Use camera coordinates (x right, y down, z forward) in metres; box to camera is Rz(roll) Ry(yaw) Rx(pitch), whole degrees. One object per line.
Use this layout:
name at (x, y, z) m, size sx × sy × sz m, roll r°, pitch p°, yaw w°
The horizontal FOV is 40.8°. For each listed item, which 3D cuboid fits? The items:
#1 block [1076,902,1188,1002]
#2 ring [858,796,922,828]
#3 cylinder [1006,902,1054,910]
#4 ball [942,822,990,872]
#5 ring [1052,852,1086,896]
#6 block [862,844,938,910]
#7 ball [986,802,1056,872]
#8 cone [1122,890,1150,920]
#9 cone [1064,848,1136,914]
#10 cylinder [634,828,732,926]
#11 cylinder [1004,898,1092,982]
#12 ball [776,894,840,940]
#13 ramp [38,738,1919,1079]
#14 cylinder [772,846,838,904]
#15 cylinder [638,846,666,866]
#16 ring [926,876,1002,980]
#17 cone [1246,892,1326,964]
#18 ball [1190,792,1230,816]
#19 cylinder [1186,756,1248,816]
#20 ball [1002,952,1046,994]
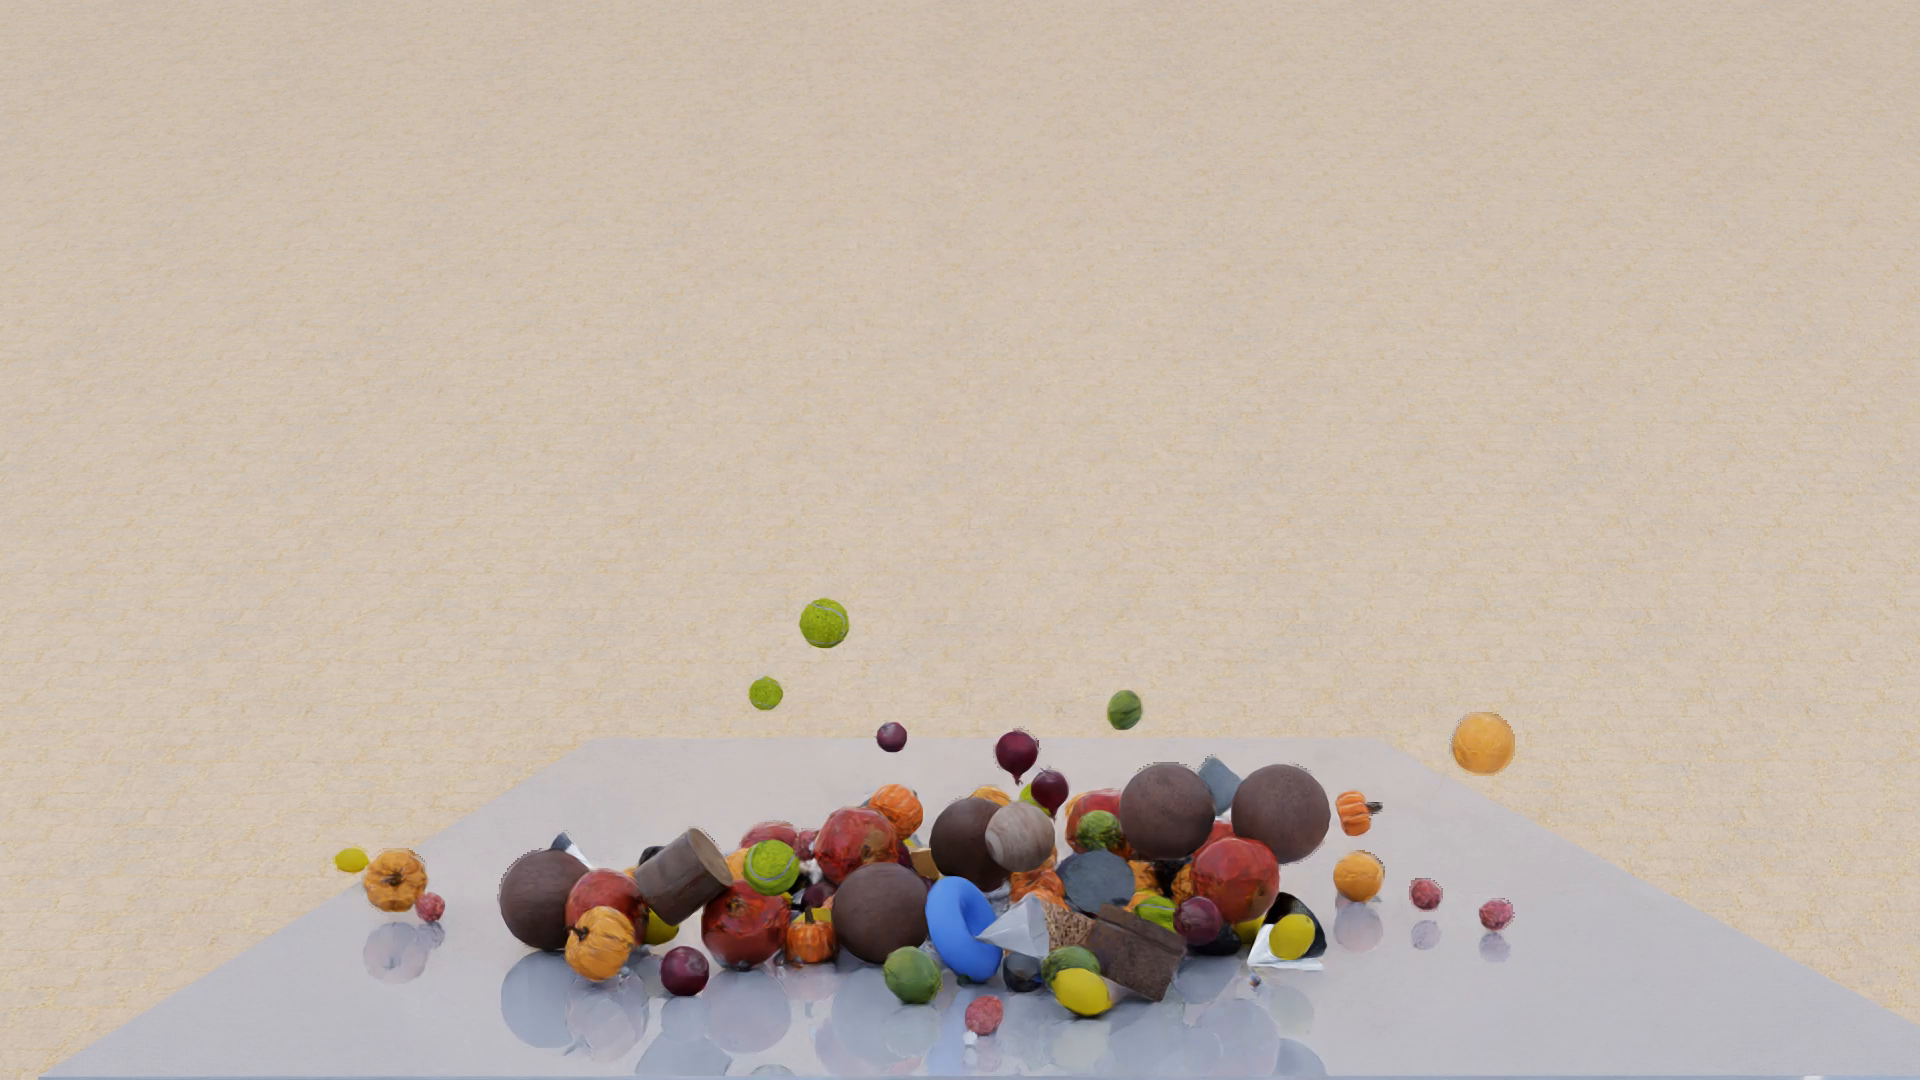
block at (0.202, 0.484, 3.040) m, size 0.080 × 0.080 × 0.080 m, roll 27°, pitch -8°, yaw -22°
ring at (-0.126, 0.493, 4.681) m, size 0.115 × 0.115 × 0.038 m, roll 0°, pitch 70°, yaw 0°
cylinder at (0.093, 0.506, 3.390) m, size 0.060 × 0.060 × 0.060 m, roll 0°, pitch 28°, yaw -7°
ball at (0.012, 0.489, 4.123) m, size 0.081 × 0.081 × 0.081 m, roll 0°, pitch 29°, yaw 0°
ring at (0.169, 0.497, 3.845) m, size 0.078 × 0.078 × 0.026 m, roll -24°, pitch 49°, yaw -36°
block at (-0.087, 0.492, 3.772) m, size 0.082 × 0.082 × 0.082 m, roll 0°, pitch 0°, yaw 30°
ball at (0.083, 0.408, 3.545) m, size 0.096 × 0.096 × 0.096 m, roll 0°, pitch 29°, yaw 0°
cone at (0.212, 0.519, 3.506) m, size 0.071 × 0.071 × 0.071 m, roll 14°, pitch 34°, yaw 24°
cone at (0.175, 0.399, 3.172) m, size 0.087 × 0.087 × 0.087 m, roll 3°, pitch 22°, yaw 6°
cylinder at (-0.345, 0.420, 3.221) m, size 0.088 × 0.088 × 0.088 m, roll -37°, pitch 29°, yaw 9°
cylinder at (0.107, 0.484, 3.143) m, size 0.082 × 0.082 × 0.082 m, roll 23°, pitch 27°, yaw -11°
ball at (-0.205, 0.524, 3.499) m, size 0.088 × 0.088 × 0.088 m, roll 0°, pitch 29°, yaw 0°
ramp at (0.064, 0.575, 4.619) m, size 2.000 × 0.100 × 4.000 m, roll 0°, pitch 1°, yaw 0°
cylinder at (-0.226, 0.491, 3.756) m, size 0.085 × 0.085 × 0.085 m, roll 3°, pitch 1°, yaw 6°
cylinder at (-0.408, 0.456, 3.608) m, size 0.057 × 0.057 × 0.057 m, roll -8°, pitch 20°, yaw 37°
ring at (0.006, 0.474, 3.154) m, size 0.045 × 0.134 × 0.134 m, roll -26°, pitch 21°, yaw 22°
cone at (0.397, 0.515, 3.290) m, size 0.097 × 0.097 × 0.097 m, roll -31°, pitch 40°, yaw -28°
ball at (0.479, 0.481, 4.897) m, size 0.084 × 0.084 × 0.084 m, roll 0°, pitch 29°, yaw 0°
cylinder at (0.466, 0.447, 4.694) m, size 0.078 × 0.078 × 0.078 m, roll 41°, pitch 38°, yaw 3°
ball at (0.076, 0.513, 3.075) m, size 0.053 × 0.053 × 0.053 m, roll 0°, pitch 29°, yaw 0°
